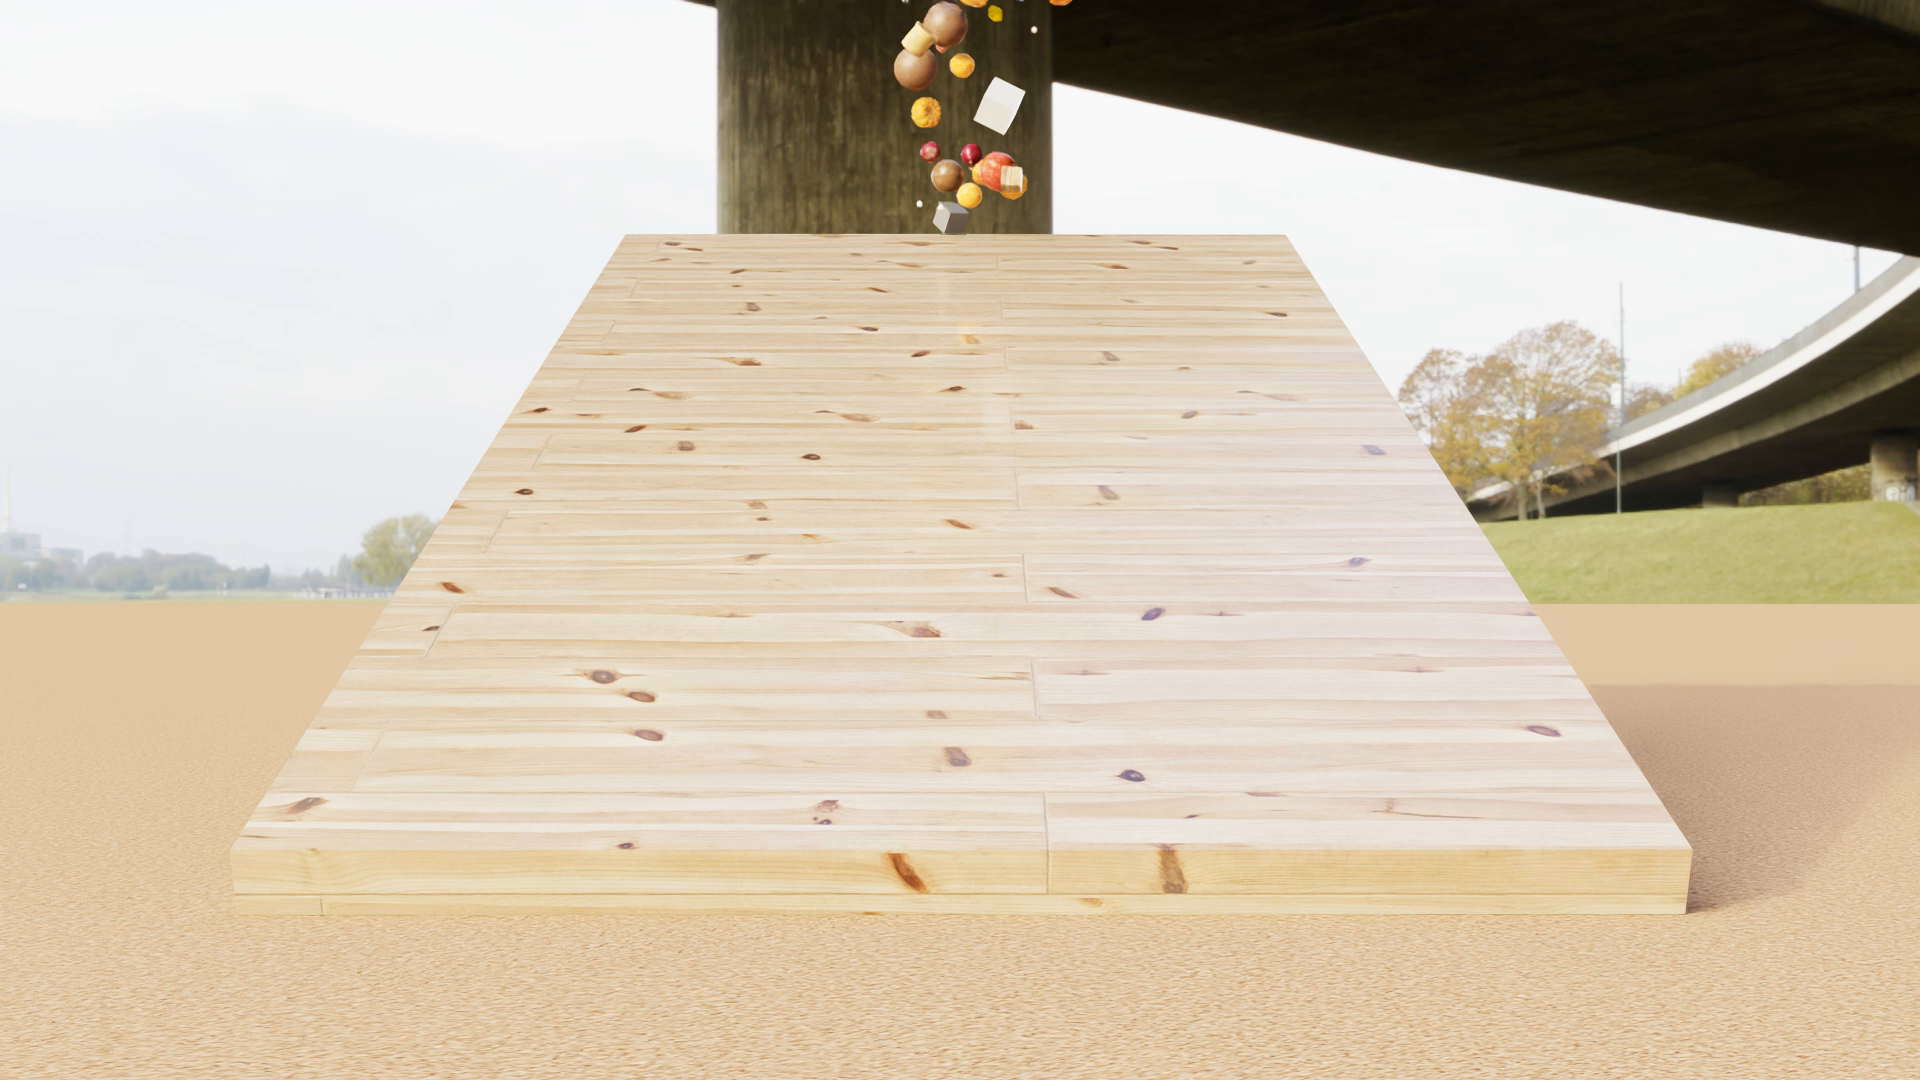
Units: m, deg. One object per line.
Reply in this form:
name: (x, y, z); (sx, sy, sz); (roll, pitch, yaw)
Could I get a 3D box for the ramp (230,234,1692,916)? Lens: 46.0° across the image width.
ramp: (-0.005, -0.205, 4.991); (2.000, 0.100, 4.000); (0, 20, 0)

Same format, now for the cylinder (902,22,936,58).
cylinder: (-0.114, -1.399, 6.333); (0.071, 0.071, 0.071); (-48, -23, 20)

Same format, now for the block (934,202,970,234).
block: (-0.026, -0.968, 6.802); (0.070, 0.070, 0.070); (-4, 37, -35)

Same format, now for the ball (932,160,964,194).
ball: (-0.036, -1.087, 6.763); (0.100, 0.100, 0.100); (0, -1, 0)

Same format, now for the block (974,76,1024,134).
block: (0.114, -1.252, 6.521); (0.097, 0.097, 0.097); (26, -40, -1)

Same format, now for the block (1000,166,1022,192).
block: (0.145, -1.010, 6.337); (0.055, 0.055, 0.055); (3, -13, 5)
